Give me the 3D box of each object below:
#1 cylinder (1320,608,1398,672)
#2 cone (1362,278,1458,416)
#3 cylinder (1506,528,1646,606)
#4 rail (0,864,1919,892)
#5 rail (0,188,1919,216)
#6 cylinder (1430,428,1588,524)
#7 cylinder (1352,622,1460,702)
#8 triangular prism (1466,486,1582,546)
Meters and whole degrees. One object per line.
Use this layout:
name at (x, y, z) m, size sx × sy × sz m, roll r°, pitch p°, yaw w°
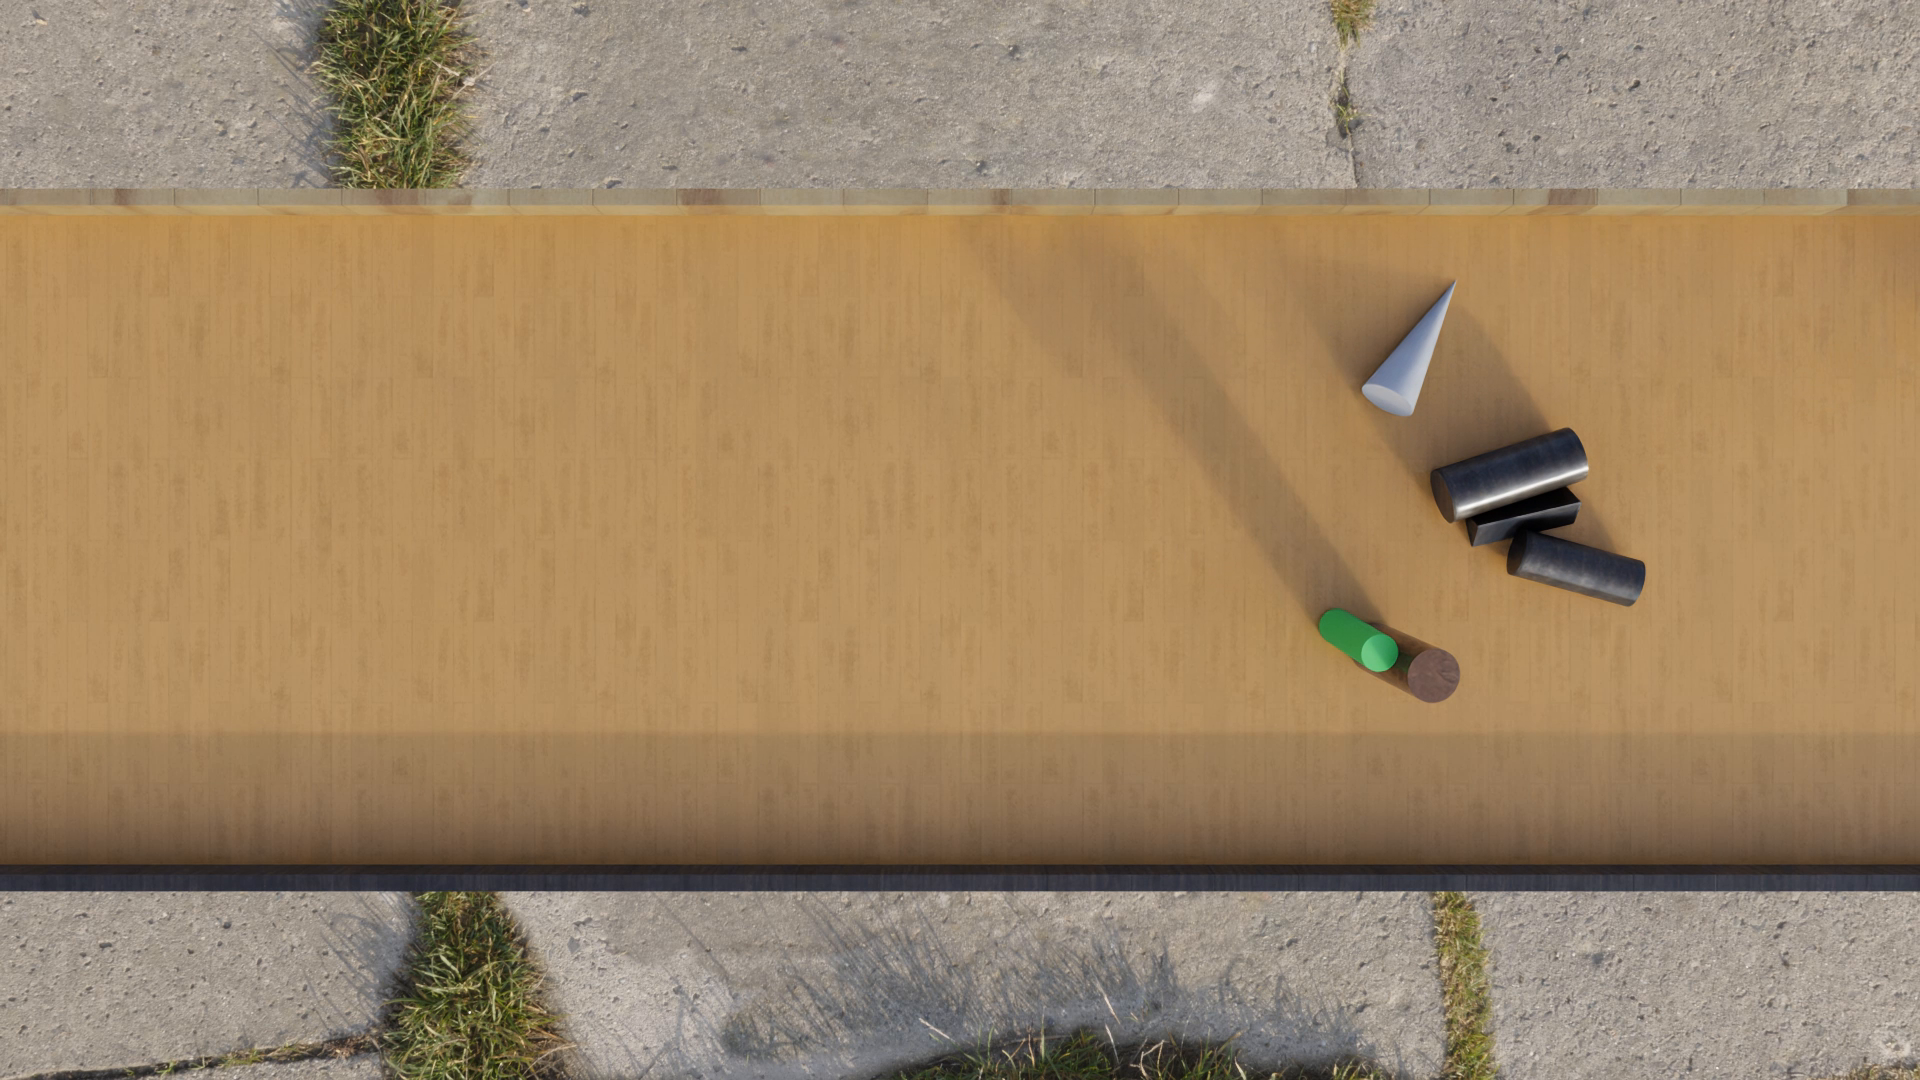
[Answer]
cylinder at (1.176, 0.293, 4.882) m, size 0.109 × 0.376 × 0.109 m, roll -1°, pitch 99°, yaw -6°
cone at (1.413, -0.614, 5.035) m, size 0.170 × 0.170 × 0.457 m, roll 32°, pitch 79°, yaw 0°
cylinder at (1.866, 0.084, 5.003) m, size 0.368 × 0.147 × 0.147 m, roll 15°, pitch 90°, yaw 0°
rail at (-2.247, 1.025, 5.001) m, size 12.000 × 0.150 × 0.050 m, roll 0°, pitch 90°, yaw 0°
rail at (-2.247, -1.025, 5.002) m, size 12.000 × 0.150 × 0.050 m, roll 0°, pitch 90°, yaw 0°
cylinder at (1.660, -0.196, 4.992) m, size 0.421 × 0.170 × 0.170 m, roll -18°, pitch 90°, yaw 0°
cylinder at (1.301, 0.356, 4.844) m, size 0.155 × 0.445 × 0.155 m, roll -1°, pitch 97°, yaw -7°
triangular prism at (1.716, -0.075, 5.021) m, size 0.320 × 0.106 × 0.122 m, roll -13°, pitch 90°, yaw 0°
